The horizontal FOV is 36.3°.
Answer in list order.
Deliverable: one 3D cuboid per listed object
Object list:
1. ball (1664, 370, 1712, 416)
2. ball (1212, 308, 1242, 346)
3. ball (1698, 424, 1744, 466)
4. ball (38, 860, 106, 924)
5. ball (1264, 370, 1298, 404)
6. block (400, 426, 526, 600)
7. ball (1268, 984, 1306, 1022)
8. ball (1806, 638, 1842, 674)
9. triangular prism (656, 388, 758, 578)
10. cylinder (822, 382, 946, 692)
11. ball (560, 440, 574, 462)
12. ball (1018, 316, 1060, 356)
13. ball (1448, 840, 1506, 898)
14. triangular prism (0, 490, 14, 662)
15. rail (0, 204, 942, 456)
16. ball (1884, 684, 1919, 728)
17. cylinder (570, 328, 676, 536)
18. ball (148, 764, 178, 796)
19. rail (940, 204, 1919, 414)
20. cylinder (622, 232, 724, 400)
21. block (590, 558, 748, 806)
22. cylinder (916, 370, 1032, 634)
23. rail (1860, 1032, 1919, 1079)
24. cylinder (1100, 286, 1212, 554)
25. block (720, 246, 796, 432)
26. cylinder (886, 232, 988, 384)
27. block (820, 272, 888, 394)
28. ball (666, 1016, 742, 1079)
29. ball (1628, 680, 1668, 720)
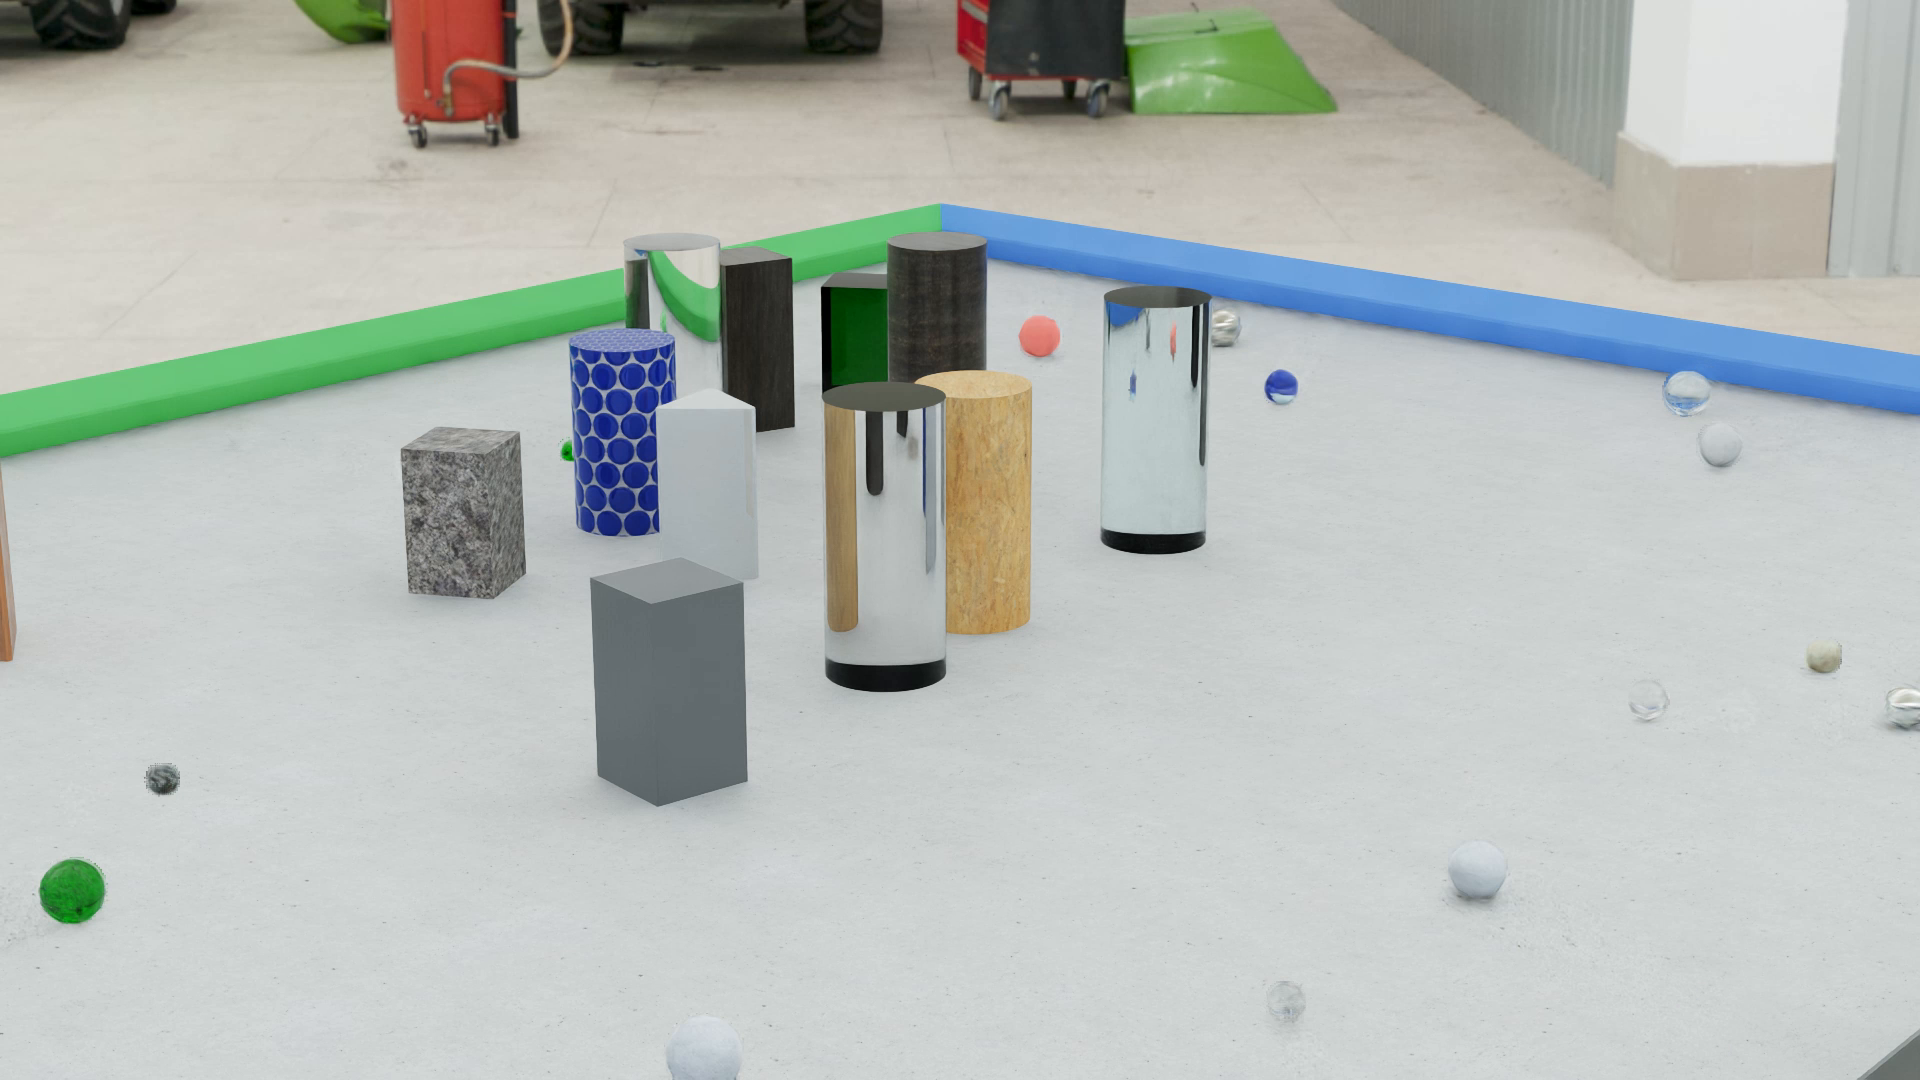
[{"bbox_3d":[1.572,-0.317,6.333,0.099,0.099,0.099,0,17,0],"label":"ball"},{"bbox_3d":[0.625,-0.507,6.976,0.090,0.090,0.090,0,17,0],"label":"ball"},{"bbox_3d":[1.541,-0.193,5.938,0.088,0.088,0.088,0,17,0],"label":"ball"},{"bbox_3d":[-1.150,0.455,3.797,0.083,0.083,0.083,0,17,0],"label":"ball"},{"bbox_3d":[0.706,-0.336,6.436,0.076,0.076,0.076,0,17,0],"label":"ball"},{"bbox_3d":[-0.872,-0.049,5.161,0.158,0.262,0.158,4,17,13],"label":"block"},{"bbox_3d":[0.393,0.556,3.526,0.046,0.046,0.046,0,17,0],"label":"ball"},{"bbox_3d":[1.394,0.187,4.734,0.056,0.056,0.056,0,17,0],"label":"ball"},{"bbox_3d":[-0.447,-0.103,5.252,0.171,0.312,0.148,0,17,0],"label":"triangular prism"},{"bbox_3d":[-0.120,-0.006,4.678,0.197,0.459,0.197,0,17,0],"label":"cylinder"},{"bbox_3d":[-0.795,-0.182,5.980,0.043,0.043,0.043,0,17,0],"label":"ball"},{"bbox_3d":[0.187,-0.478,6.869,0.097,0.097,0.097,0,17,0],"label":"ball"},{"bbox_3d":[0.684,0.435,3.877,0.075,0.075,0.075,0,17,0],"label":"ball"},{"bbox_3d":[-1.616,-0.014,4.828,0.171,0.388,0.148,5,17,15],"label":"triangular prism"},{"bbox_3d":[-1.558,-0.358,6.415,0.045,0.128,4.639,14,22,39],"label":"rail"},{"bbox_3d":[1.450,0.254,4.496,0.065,0.065,0.065,0,17,0],"label":"ball"},{"bbox_3d":[-0.630,-0.204,5.517,0.197,0.353,0.197,0,17,0],"label":"cylinder"},{"bbox_3d":[-1.149,0.346,4.227,0.044,0.044,0.044,0,17,0],"label":"ball"},{"bbox_3d":[1.505,-0.468,6.780,4.173,0.128,0.045,14,22,39],"label":"rail"},{"bbox_3d":[-0.584,-0.394,6.001,0.197,0.438,0.197,0,17,0],"label":"cylinder"},{"bbox_3d":[-0.421,0.203,4.249,0.158,0.305,0.158,-13,21,-37],"label":"block"},{"bbox_3d":[0.022,-0.065,4.960,0.197,0.408,0.197,0,17,0],"label":"cylinder"},{"bbox_3d":[1.558,0.422,3.825,0.045,0.128,4.639,14,22,39],"label":"rail"},{"bbox_3d":[0.359,-0.222,5.391,0.197,0.460,0.197,0,17,0],"label":"cylinder"},{"bbox_3d":[-0.460,-0.424,6.224,0.158,0.366,0.158,-10,20,-31],"label":"block"},{"bbox_3d":[-0.045,-0.360,5.824,0.197,0.475,0.197,0,17,0],"label":"cylinder"},{"bbox_3d":[-0.216,-0.457,6.539,0.158,0.248,0.158,3,17,9],"label":"block"},{"bbox_3d":[-0.292,0.588,3.350,0.087,0.087,0.087,0,17,0],"label":"ball"},{"bbox_3d":[1.062,0.246,4.530,0.061,0.061,0.061,0,17,0],"label":"ball"}]
